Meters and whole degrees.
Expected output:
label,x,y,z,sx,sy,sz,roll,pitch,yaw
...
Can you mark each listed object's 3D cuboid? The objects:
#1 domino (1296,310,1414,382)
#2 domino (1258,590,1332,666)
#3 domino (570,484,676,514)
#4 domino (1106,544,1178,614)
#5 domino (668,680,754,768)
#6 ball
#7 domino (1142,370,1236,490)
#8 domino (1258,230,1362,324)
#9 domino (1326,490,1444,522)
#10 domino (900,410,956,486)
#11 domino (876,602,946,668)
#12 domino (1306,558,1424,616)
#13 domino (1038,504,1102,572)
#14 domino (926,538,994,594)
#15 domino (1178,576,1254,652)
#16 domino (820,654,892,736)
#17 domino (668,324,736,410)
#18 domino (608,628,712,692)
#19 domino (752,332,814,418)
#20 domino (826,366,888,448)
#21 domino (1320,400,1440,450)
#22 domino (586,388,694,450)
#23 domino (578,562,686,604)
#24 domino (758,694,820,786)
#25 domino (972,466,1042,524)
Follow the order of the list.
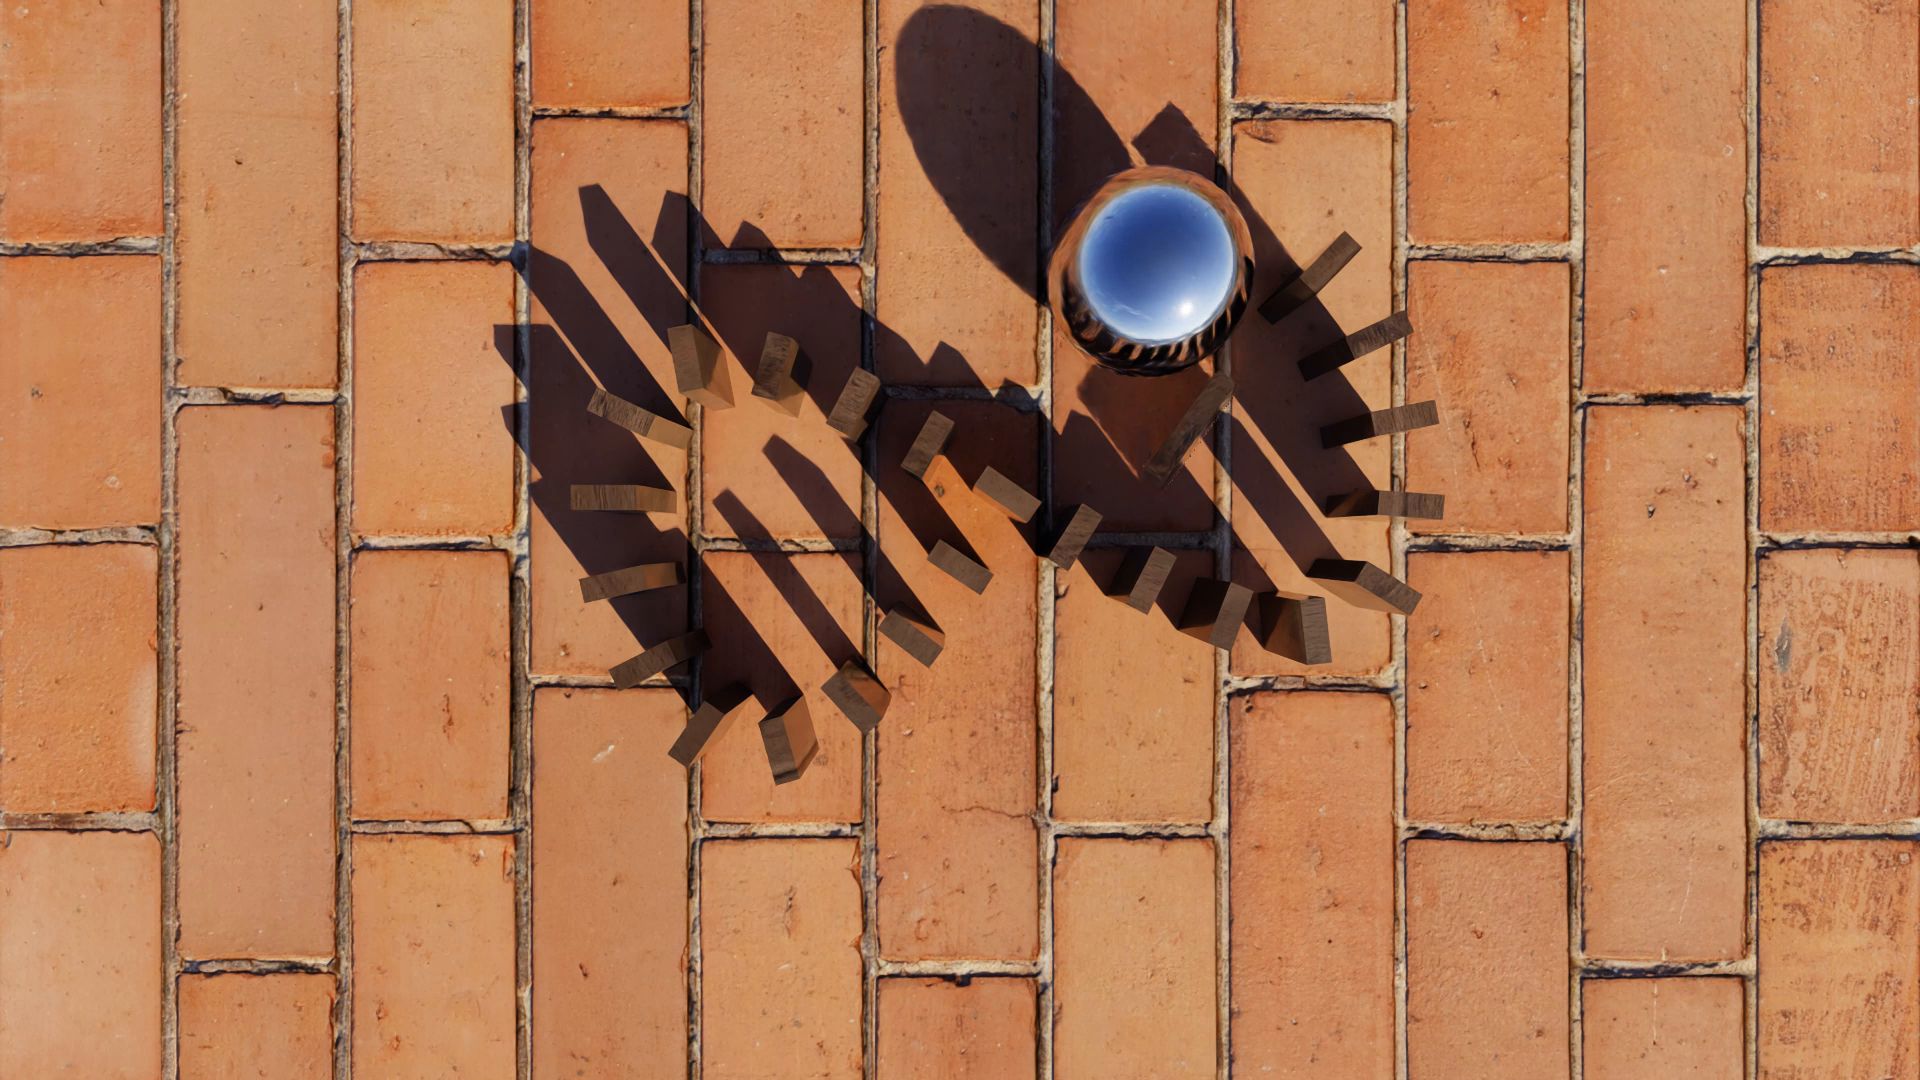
label,x,y,z,sx,sy,sz,roll,pitch,yaw
domino,0.160,-0.078,0.375,0.025,0.050,0.009,-25,90,0
domino,0.136,0.035,0.375,0.009,0.050,0.025,-6,90,0
domino,-0.136,-0.016,0.375,0.025,0.050,0.009,0,90,0
domino,0.073,0.015,0.375,0.010,0.050,0.025,27,90,0
domino,-0.101,0.074,0.375,0.010,0.050,0.025,35,90,0
ball,0.074,-0.104,0.360,0.080,0.080,0.080,0,90,0
domino,0.096,-0.045,0.387,0.009,0.025,0.050,36,90,10
domino,0.142,-0.106,0.375,0.010,0.050,0.025,44,90,0
domino,0.172,-0.013,0.375,0.025,0.050,0.010,4,90,0
domino,-0.012,-0.037,0.375,0.009,0.050,0.025,30,90,0
domino,-0.019,0.038,0.375,0.025,0.050,0.009,37,90,0
domino,0.164,0.019,0.375,0.025,0.050,0.009,31,90,0
domino,0.044,-0.001,0.375,0.009,0.050,0.025,32,90,0
domino,0.000,0.010,0.375,0.025,0.050,0.010,33,90,0
domino,0.103,0.029,0.375,0.009,0.050,0.025,21,90,0
domino,-0.042,0.062,0.375,0.010,0.050,0.025,-43,90,0
domino,-0.105,-0.069,0.375,0.009,0.050,0.025,-11,90,0
domino,-0.121,0.048,0.375,0.025,0.050,0.009,-27,90,0
domino,-0.072,-0.066,0.375,0.009,0.050,0.025,16,90,0
domino,-0.041,-0.053,0.375,0.010,0.050,0.025,28,90,0
domino,0.170,-0.047,0.375,0.025,0.050,0.009,-11,90,0
domino,-0.129,-0.049,0.375,0.025,0.050,0.009,25,90,0
domino,-0.132,0.017,0.375,0.025,0.050,0.009,-13,90,0
domino,-0.069,0.081,0.375,0.009,0.050,0.025,-16,90,0
domino,0.018,-0.018,0.375,0.025,0.050,0.009,34,90,0
